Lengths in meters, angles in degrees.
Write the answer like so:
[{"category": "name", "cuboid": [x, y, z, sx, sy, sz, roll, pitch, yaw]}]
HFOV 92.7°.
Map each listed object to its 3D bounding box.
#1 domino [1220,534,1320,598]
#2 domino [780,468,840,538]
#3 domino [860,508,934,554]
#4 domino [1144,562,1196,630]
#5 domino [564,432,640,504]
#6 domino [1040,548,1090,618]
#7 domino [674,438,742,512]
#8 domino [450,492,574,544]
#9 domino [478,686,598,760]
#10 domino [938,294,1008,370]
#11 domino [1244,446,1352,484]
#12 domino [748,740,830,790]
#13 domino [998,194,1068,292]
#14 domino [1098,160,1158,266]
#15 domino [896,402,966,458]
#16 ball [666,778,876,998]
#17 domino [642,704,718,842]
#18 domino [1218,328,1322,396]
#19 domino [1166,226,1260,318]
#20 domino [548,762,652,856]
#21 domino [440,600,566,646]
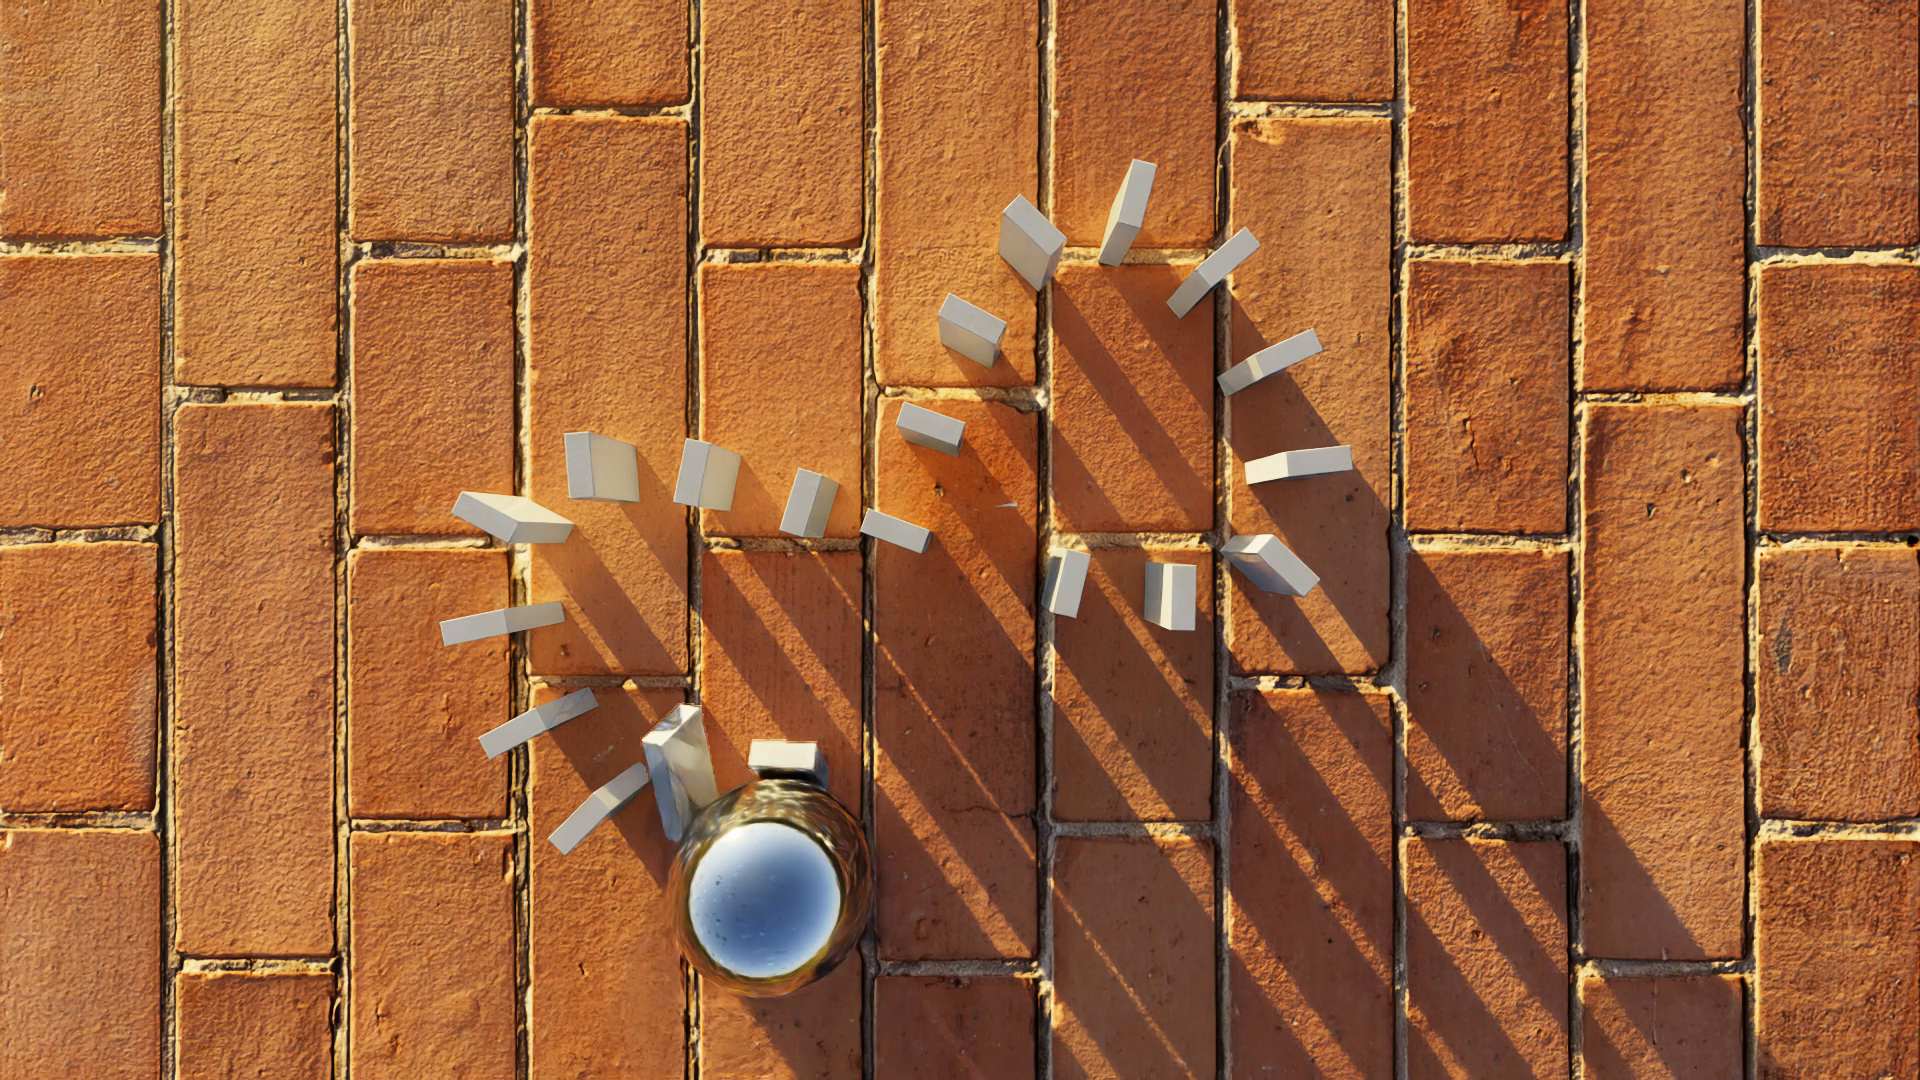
[{"category": "domino", "cuboid": [0.125, 0.010, 0.375, 0.025, 0.050, 0.010, 43, 90, 0]}, {"category": "domino", "cuboid": [-0.061, -0.014, 0.375, 0.009, 0.050, 0.025, 17, 90, 0]}, {"category": "domino", "cuboid": [-0.025, -0.003, 0.375, 0.025, 0.050, 0.009, 20, 90, 0]}, {"category": "domino", "cuboid": [0.085, 0.022, 0.375, 0.010, 0.050, 0.025, 1, 90, 0]}, {"category": "domino", "cuboid": [-0.145, -0.029, 0.375, 0.009, 0.050, 0.025, -5, 90, 0]}, {"category": "domino", "cuboid": [0.043, 0.017, 0.375, 0.010, 0.050, 0.025, 13, 90, 0]}, {"category": "domino", "cuboid": [-0.102, -0.026, 0.375, 0.010, 0.050, 0.025, 11, 90, 0]}, {"category": "domino", "cuboid": [-0.181, -0.009, 0.375, 0.025, 0.050, 0.009, 27, 90, 0]}, {"category": "domino", "cuboid": [-0.171, 0.074, 0.375, 0.025, 0.050, 0.009, -28, 90, 0]}, {"category": "domino", "cuboid": [0.005, -0.085, 0.375, 0.025, 0.050, 0.009, 28, 90, 0]}, {"category": "domino", "cuboid": [0.137, -0.030, 0.375, 0.025, 0.050, 0.010, -6, 90, 0]}, {"category": "domino", "cuboid": [-0.069, 0.093, 0.375, 0.025, 0.050, 0.010, 3, 65, 0]}, {"category": "domino", "cuboid": [0.029, -0.120, 0.375, 0.025, 0.050, 0.010, 44, 90, 0]}, {"category": "domino", "cuboid": [0.068, -0.132, 0.375, 0.009, 0.050, 0.025, 15, 90, 0]}, {"category": "domino", "cuboid": [-0.011, -0.044, 0.375, 0.025, 0.050, 0.010, 19, 90, 0]}, {"category": "ball", "cuboid": [-0.073, 0.135, 0.360, 0.080, 0.080, 0.080, 0, 90, 0]}, {"category": "domino", "cuboid": [-0.114, 0.096, 0.377, 0.010, 0.025, 0.050, 7, 117, 19]}, {"category": "domino", "cuboid": [0.125, -0.072, 0.375, 0.025, 0.050, 0.010, -24, 90, 0]}, {"category": "domino", "cuboid": [0.103, -0.108, 0.375, 0.025, 0.050, 0.009, -40, 90, 0]}, {"category": "domino", "cuboid": [-0.145, 0.109, 0.375, 0.025, 0.050, 0.009, -45, 90, 0]}, {"category": "domino", "cuboid": [-0.186, 0.033, 0.375, 0.025, 0.050, 0.010, -12, 90, 0]}]
